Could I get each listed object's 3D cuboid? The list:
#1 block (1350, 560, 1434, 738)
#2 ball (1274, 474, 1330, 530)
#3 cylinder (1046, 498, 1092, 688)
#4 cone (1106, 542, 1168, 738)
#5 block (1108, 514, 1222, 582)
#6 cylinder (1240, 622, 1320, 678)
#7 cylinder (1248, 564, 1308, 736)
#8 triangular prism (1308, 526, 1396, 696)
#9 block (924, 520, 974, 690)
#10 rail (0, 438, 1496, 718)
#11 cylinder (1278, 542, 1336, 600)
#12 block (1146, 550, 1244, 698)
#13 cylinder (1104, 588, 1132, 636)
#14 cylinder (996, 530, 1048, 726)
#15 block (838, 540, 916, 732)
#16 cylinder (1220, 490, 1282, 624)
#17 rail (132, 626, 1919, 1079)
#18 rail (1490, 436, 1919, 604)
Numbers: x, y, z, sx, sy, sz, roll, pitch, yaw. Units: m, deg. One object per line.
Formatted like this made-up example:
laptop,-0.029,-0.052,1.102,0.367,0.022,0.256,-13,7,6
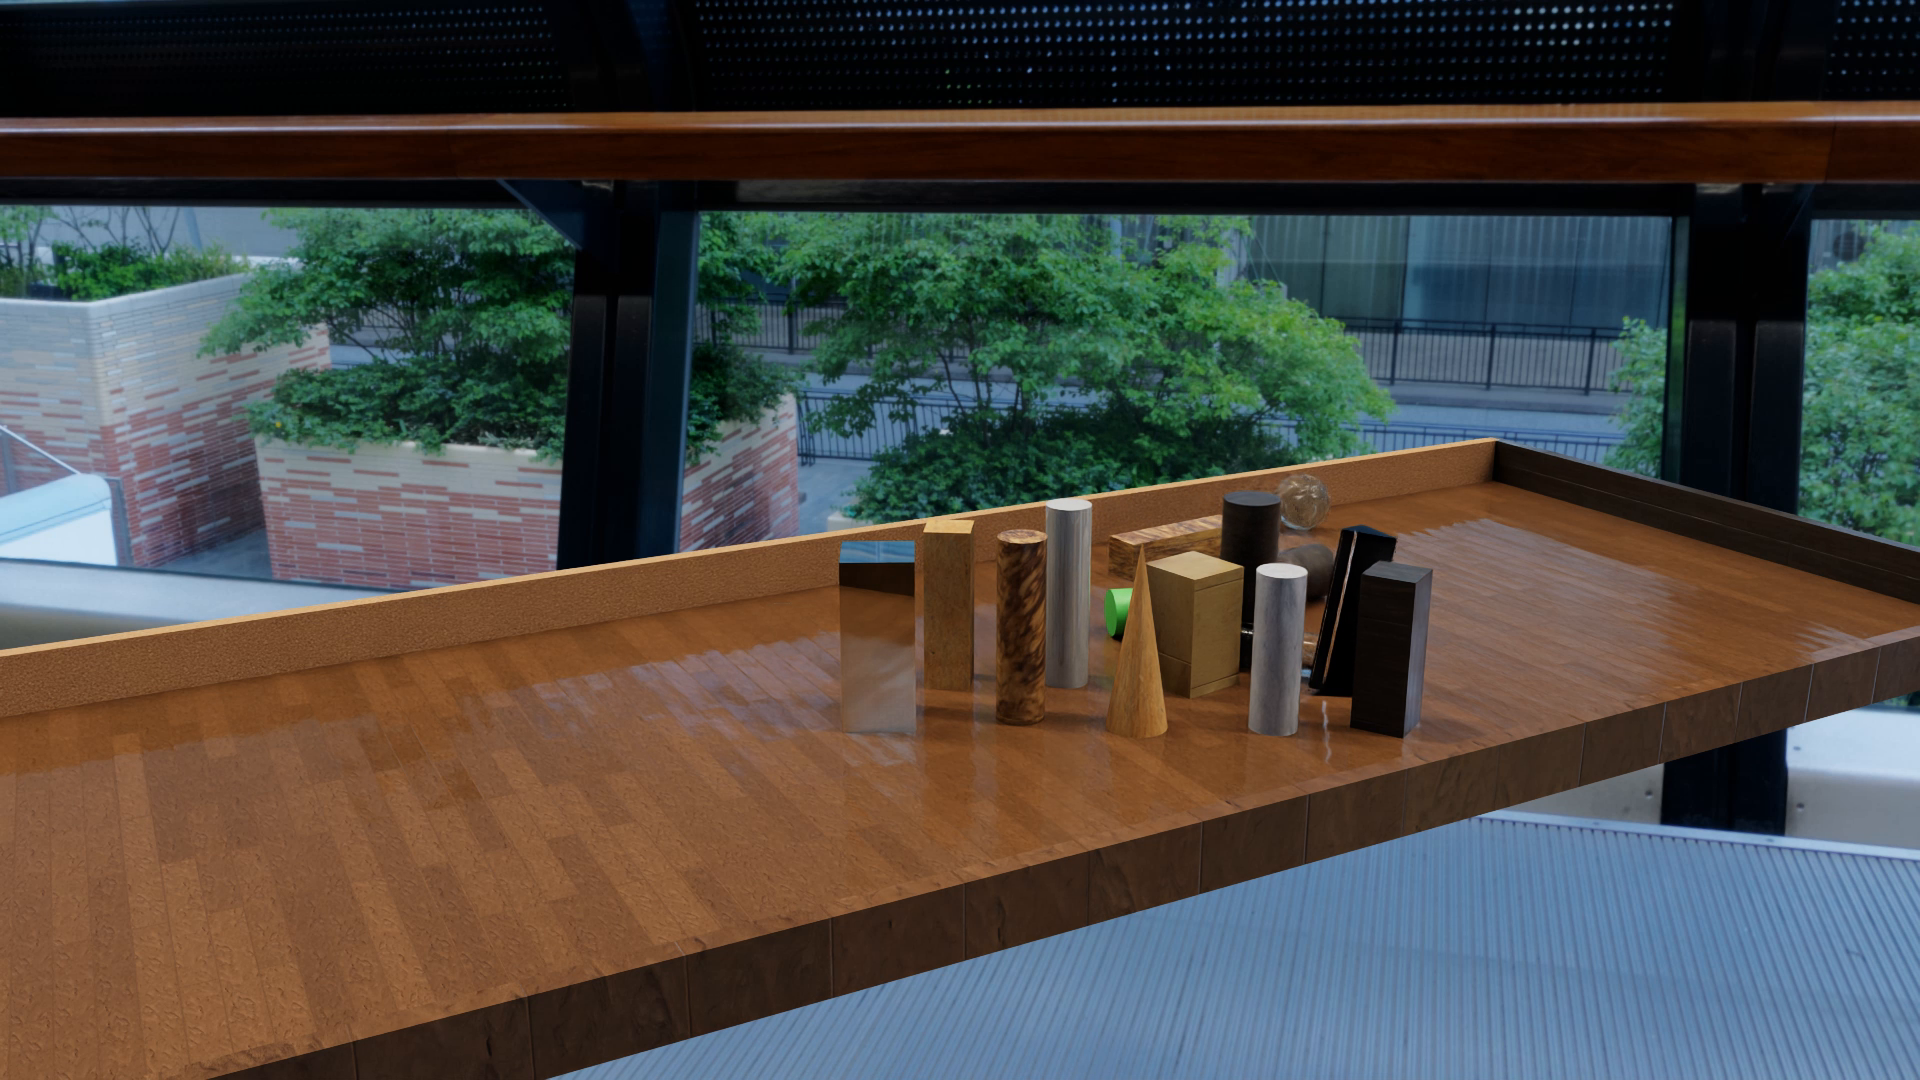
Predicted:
block,1.001,0.253,3.828,0.127,0.376,0.127,10,19,31
ball,1.128,-0.125,5.454,0.184,0.184,0.184,0,16,0
cylinder,0.266,0.133,4.086,0.113,0.460,0.113,0,16,0
cone,0.414,0.217,3.808,0.145,0.456,0.145,0,16,0
block,0.666,0.022,5.075,0.438,0.115,0.115,-11,19,-32
cylinder,0.722,0.266,4.251,0.458,0.113,0.113,9,19,28
cylinder,0.734,0.253,3.812,0.115,0.384,0.115,0,16,0
triangular prism,0.958,0.168,4.060,0.130,0.403,0.113,10,12,4
block,-0.027,0.160,4.093,0.114,0.404,0.114,1,16,5
rail,-3.305,0.497,3.399,12.000,0.150,0.050,-9,18,-27
cylinder,0.902,0.114,4.691,0.351,0.155,0.155,-12,20,-35
block,0.576,0.208,4.103,0.173,0.306,0.173,-13,21,-37
cylinder,0.558,0.190,4.482,0.308,0.128,0.128,-3,17,-9
cylinder,0.143,0.206,3.859,0.116,0.448,0.116,0,16,0
block,-0.190,0.225,3.856,0.171,0.413,0.171,0,16,-1
cylinder,0.757,0.087,4.336,0.149,0.407,0.149,0,17,0
rail,-2.336,1.006,1.665,12.000,0.150,0.050,-9,18,-27
rail,2.466,-0.048,5.253,0.050,0.150,2.100,-9,18,-27
